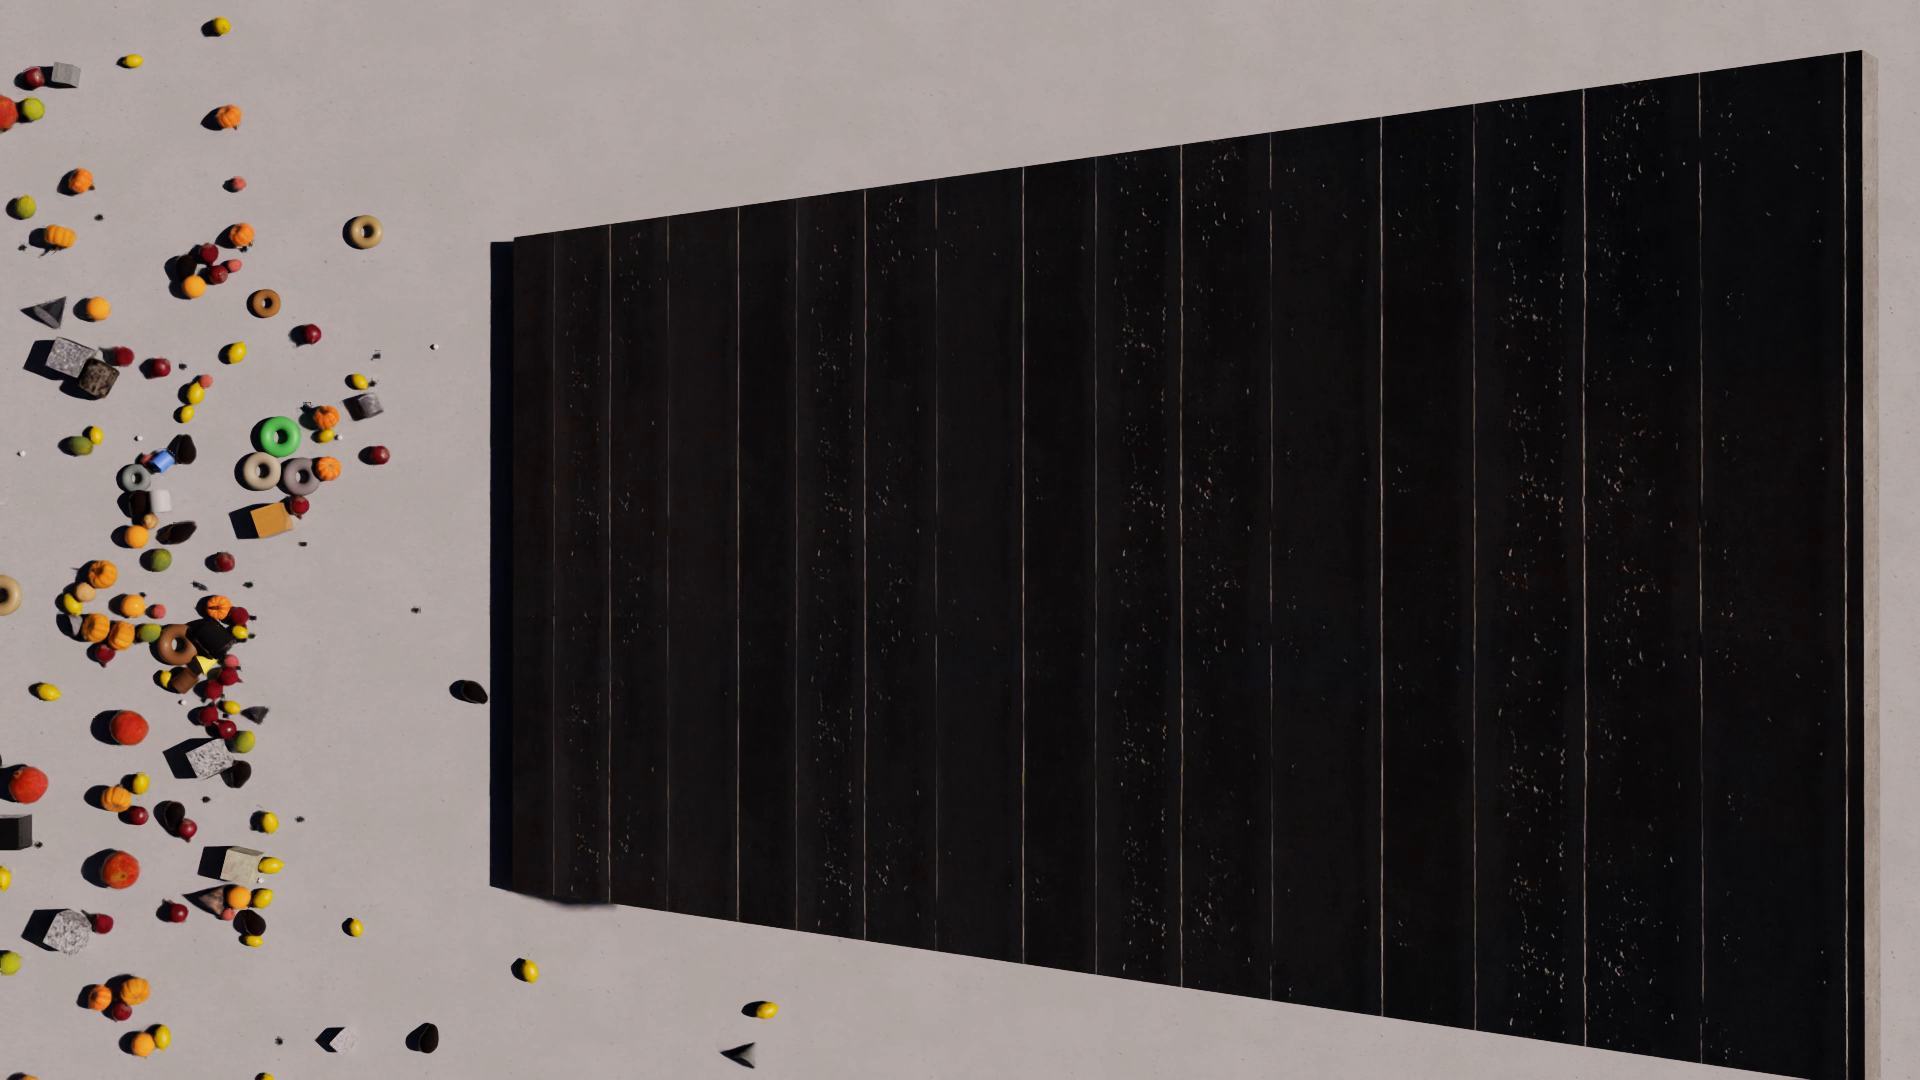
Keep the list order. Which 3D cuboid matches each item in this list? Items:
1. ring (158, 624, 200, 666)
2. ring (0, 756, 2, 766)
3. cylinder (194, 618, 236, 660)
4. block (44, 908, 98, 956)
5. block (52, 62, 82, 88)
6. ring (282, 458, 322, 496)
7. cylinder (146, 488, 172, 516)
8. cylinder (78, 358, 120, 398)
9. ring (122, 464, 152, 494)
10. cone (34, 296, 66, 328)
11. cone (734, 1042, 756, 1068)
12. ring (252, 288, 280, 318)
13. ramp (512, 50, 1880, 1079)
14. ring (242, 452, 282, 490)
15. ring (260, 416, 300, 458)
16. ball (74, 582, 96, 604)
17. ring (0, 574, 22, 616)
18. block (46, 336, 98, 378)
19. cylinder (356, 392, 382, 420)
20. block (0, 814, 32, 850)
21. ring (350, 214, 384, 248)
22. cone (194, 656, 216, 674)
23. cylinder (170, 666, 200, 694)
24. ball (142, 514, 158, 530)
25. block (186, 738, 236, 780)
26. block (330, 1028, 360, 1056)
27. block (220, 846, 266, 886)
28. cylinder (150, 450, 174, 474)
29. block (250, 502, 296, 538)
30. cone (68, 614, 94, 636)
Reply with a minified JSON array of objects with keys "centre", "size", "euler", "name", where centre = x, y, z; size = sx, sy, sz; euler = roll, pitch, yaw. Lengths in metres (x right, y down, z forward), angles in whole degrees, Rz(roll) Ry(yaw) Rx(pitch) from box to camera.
[{"centre":[-2.419,0.324,6.804],"size":[0.131,0.044,0.131],"euler":[0,89,1],"name":"ring"},{"centre":[-3.020,0.687,6.805],"size":[0.109,0.036,0.109],"euler":[0,91,0],"name":"ring"},{"centre":[-2.297,0.306,6.780],"size":[0.090,0.090,0.090],"euler":[43,90,0],"name":"cylinder"},{"centre":[-2.740,1.208,6.771],"size":[0.097,0.097,0.097],"euler":[27,90,0],"name":"block"},{"centre":[-2.766,-1.440,6.807],"size":[0.060,0.060,0.060],"euler":[9,90,0],"name":"block"},{"centre":[-2.038,-0.196,6.809],"size":[0.120,0.040,0.120],"euler":[0,91,-1],"name":"ring"},{"centre":[-2.473,-0.119,6.795],"size":[0.067,0.067,0.067],"euler":[-15,73,0],"name":"cylinder"},{"centre":[-2.657,-0.499,6.784],"size":[0.093,0.093,0.093],"euler":[30,90,0],"name":"cylinder"},{"centre":[-2.552,-0.191,6.813],"size":[0.092,0.031,0.092],"euler":[0,89,1],"name":"ring"},{"centre":[-2.797,-0.722,6.811],"size":[0.095,0.095,0.095],"euler":[29,62,0],"name":"cone"},{"centre":[-0.649,1.583,6.801],"size":[0.074,0.074,0.074],"euler":[30,63,0],"name":"cone"},{"centre":[-2.150,-0.734,6.817],"size":[0.089,0.030,0.089],"euler":[0,88,1],"name":"ring"},{"centre":[0.216,0.062,5.532],"size":[4.000,0.100,2.000],"euler":[0,90,39],"name":"ramp"},{"centre":[-2.161,-0.213,6.809],"size":[0.122,0.041,0.122],"euler":[0,88,0],"name":"ring"},{"centre":[-2.106,-0.320,6.808],"size":[0.128,0.043,0.128],"euler":[0,90,-1],"name":"ring"},{"centre":[-2.702,0.163,6.793],"size":[0.066,0.066,0.066],"euler":[0,90,0],"name":"ball"},{"centre":[-2.969,0.172,6.805],"size":[0.130,0.043,0.130],"euler":[0,89,-1],"name":"ring"},{"centre":[-2.740,-0.561,6.783],"size":[0.096,0.096,0.096],"euler":[22,90,0],"name":"block"},{"centre":[-1.827,-0.414,6.800],"size":[0.061,0.061,0.061],"euler":[-27,90,0],"name":"cylinder"},{"centre":[-2.928,0.900,6.772],"size":[0.099,0.099,0.099],"euler":[0,90,0],"name":"block"},{"centre":[-1.841,-0.955,6.816],"size":[0.105,0.035,0.105],"euler":[0,89,1],"name":"ring"},{"centre":[-2.323,0.375,6.810],"size":[0.067,0.067,0.067],"euler":[-26,90,-27],"name":"cone"},{"centre":[-2.394,0.434,6.795],"size":[0.060,0.060,0.060],"euler":[-45,90,0],"name":"cylinder"},{"centre":[-2.506,-0.057,6.802],"size":[0.051,0.051,0.051],"euler":[0,90,0],"name":"ball"},{"centre":[-2.307,0.676,6.776],"size":[0.094,0.094,0.094],"euler":[-26,90,0],"name":"block"},{"centre":[-1.901,1.549,6.790],"size":[0.055,0.055,0.055],"euler":[43,90,0],"name":"block"},{"centre":[-2.210,1.003,6.776],"size":[0.091,0.091,0.091],"euler":[14,90,0],"name":"block"},{"centre":[-2.465,-0.241,6.794],"size":[0.052,0.052,0.052],"euler":[51,55,0],"name":"cylinder"},{"centre":[-2.120,-0.060,6.784],"size":[0.087,0.087,0.087],"euler":[-19,90,0],"name":"block"},{"centre":[-2.717,0.254,6.810],"size":[0.071,0.071,0.071],"euler":[-17,90,-27],"name":"cone"}]
